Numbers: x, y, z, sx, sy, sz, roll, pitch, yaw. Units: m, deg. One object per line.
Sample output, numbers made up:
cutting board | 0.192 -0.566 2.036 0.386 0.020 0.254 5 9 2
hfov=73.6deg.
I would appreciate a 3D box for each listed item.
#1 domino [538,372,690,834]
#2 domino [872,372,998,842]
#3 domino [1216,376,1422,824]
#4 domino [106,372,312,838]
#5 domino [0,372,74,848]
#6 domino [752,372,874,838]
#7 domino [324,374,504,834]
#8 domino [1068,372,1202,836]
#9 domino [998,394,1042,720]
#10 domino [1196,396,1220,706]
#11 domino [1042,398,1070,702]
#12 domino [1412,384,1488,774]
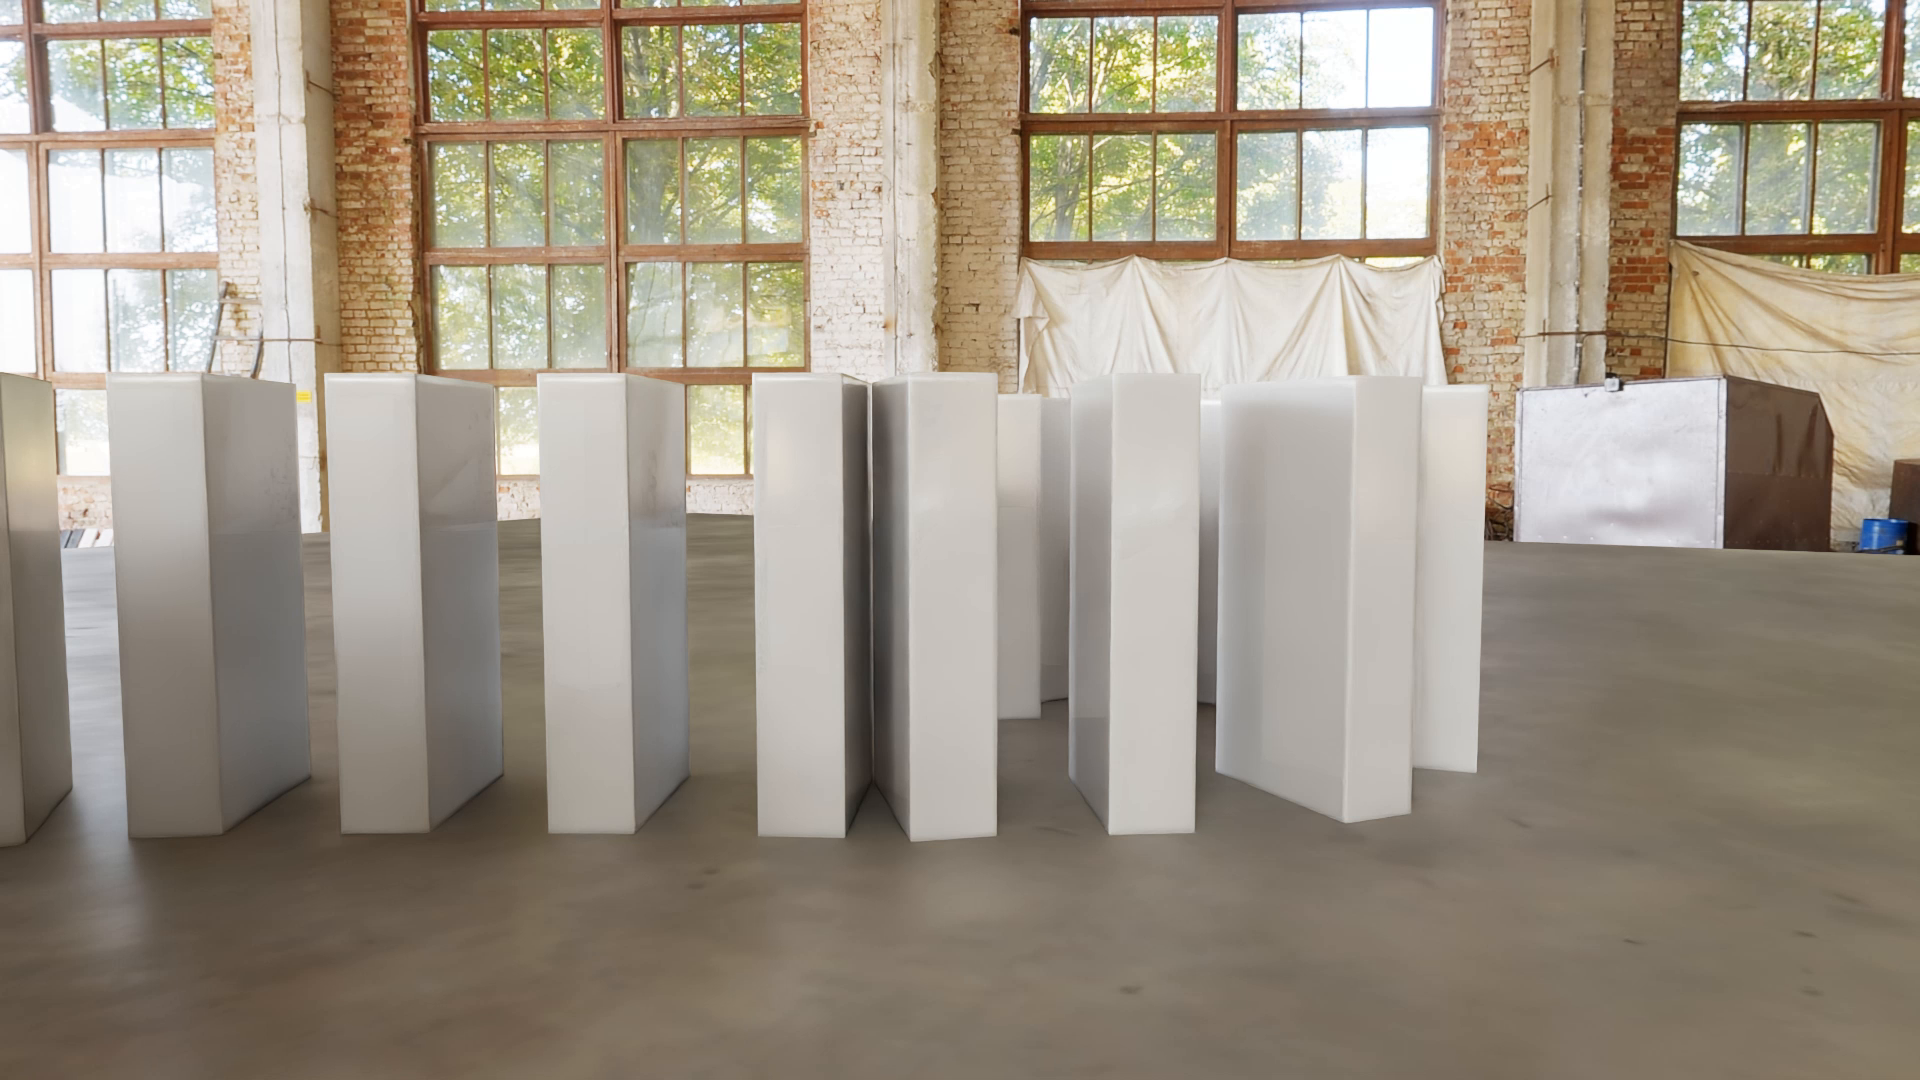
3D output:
domino | -0.040 0.006 0.151 0.010 0.050 0.025 0 4 2
domino | -0.003 0.006 0.149 0.009 0.050 0.025 -1 4 -13
domino | 0.043 0.006 0.155 0.010 0.050 0.025 -2 5 -24
domino | -0.086 0.006 0.150 0.010 0.050 0.025 0 4 -6
domino | -0.109 0.007 0.144 0.010 0.050 0.025 -2 5 -25
domino | -0.016 0.006 0.150 0.010 0.050 0.025 0 4 3
domino | -0.063 0.006 0.151 0.010 0.050 0.025 0 4 -1
domino | 0.020 0.006 0.151 0.009 0.050 0.025 0 4 -5
domino | 0.000 0.002 0.201 0.025 0.050 0.010 0 4 0
domino | 0.050 0.001 0.216 0.010 0.050 0.025 4 6 44
domino | 0.009 0.001 0.221 0.009 0.050 0.025 -3 5 -32
domino | 0.057 0.005 0.173 0.025 0.050 0.010 2 5 21
